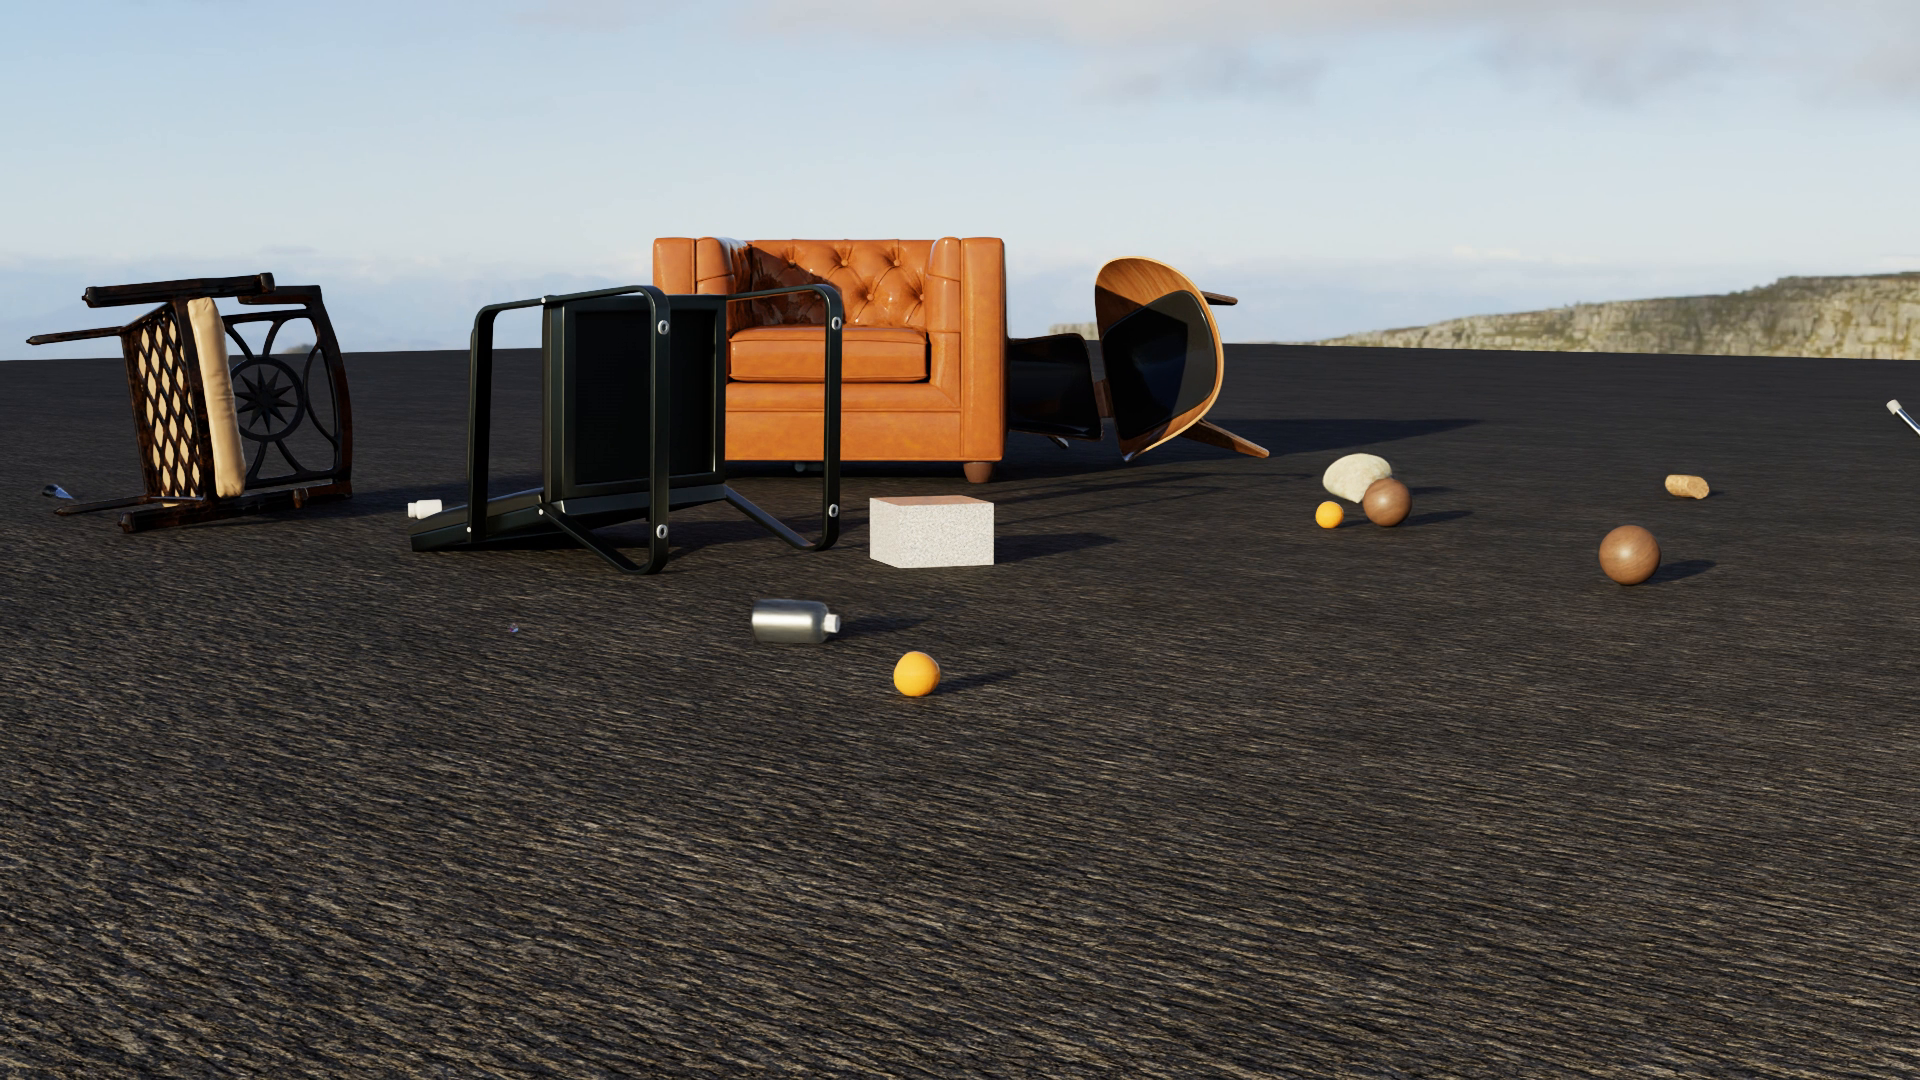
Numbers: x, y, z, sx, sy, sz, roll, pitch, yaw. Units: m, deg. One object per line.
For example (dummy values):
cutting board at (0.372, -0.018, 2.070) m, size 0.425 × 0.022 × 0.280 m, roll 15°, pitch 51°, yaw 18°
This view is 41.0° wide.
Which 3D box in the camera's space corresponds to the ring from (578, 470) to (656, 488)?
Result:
ring at (-1.074, -0.190, 8.034) m, size 0.133 × 0.047 × 0.309 m, roll 3°, pitch 6°, yaw 39°

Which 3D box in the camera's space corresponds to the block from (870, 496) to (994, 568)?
block at (-0.067, -0.021, 5.930) m, size 0.226 × 0.141 × 0.223 m, roll -2°, pitch 6°, yaw -19°

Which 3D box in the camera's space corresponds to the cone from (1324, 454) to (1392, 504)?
cone at (1.162, -0.147, 7.503) m, size 0.201 × 0.147 × 0.156 m, roll -14°, pitch 29°, yaw 17°

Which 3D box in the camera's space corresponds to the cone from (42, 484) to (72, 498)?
cone at (-2.661, -0.133, 7.607) m, size 0.091 × 0.040 × 0.073 m, roll 16°, pitch 10°, yaw 23°

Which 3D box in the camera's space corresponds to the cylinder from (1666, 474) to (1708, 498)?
cylinder at (2.163, -0.160, 7.633) m, size 0.087 × 0.061 × 0.092 m, roll 26°, pitch -7°, yaw -28°
